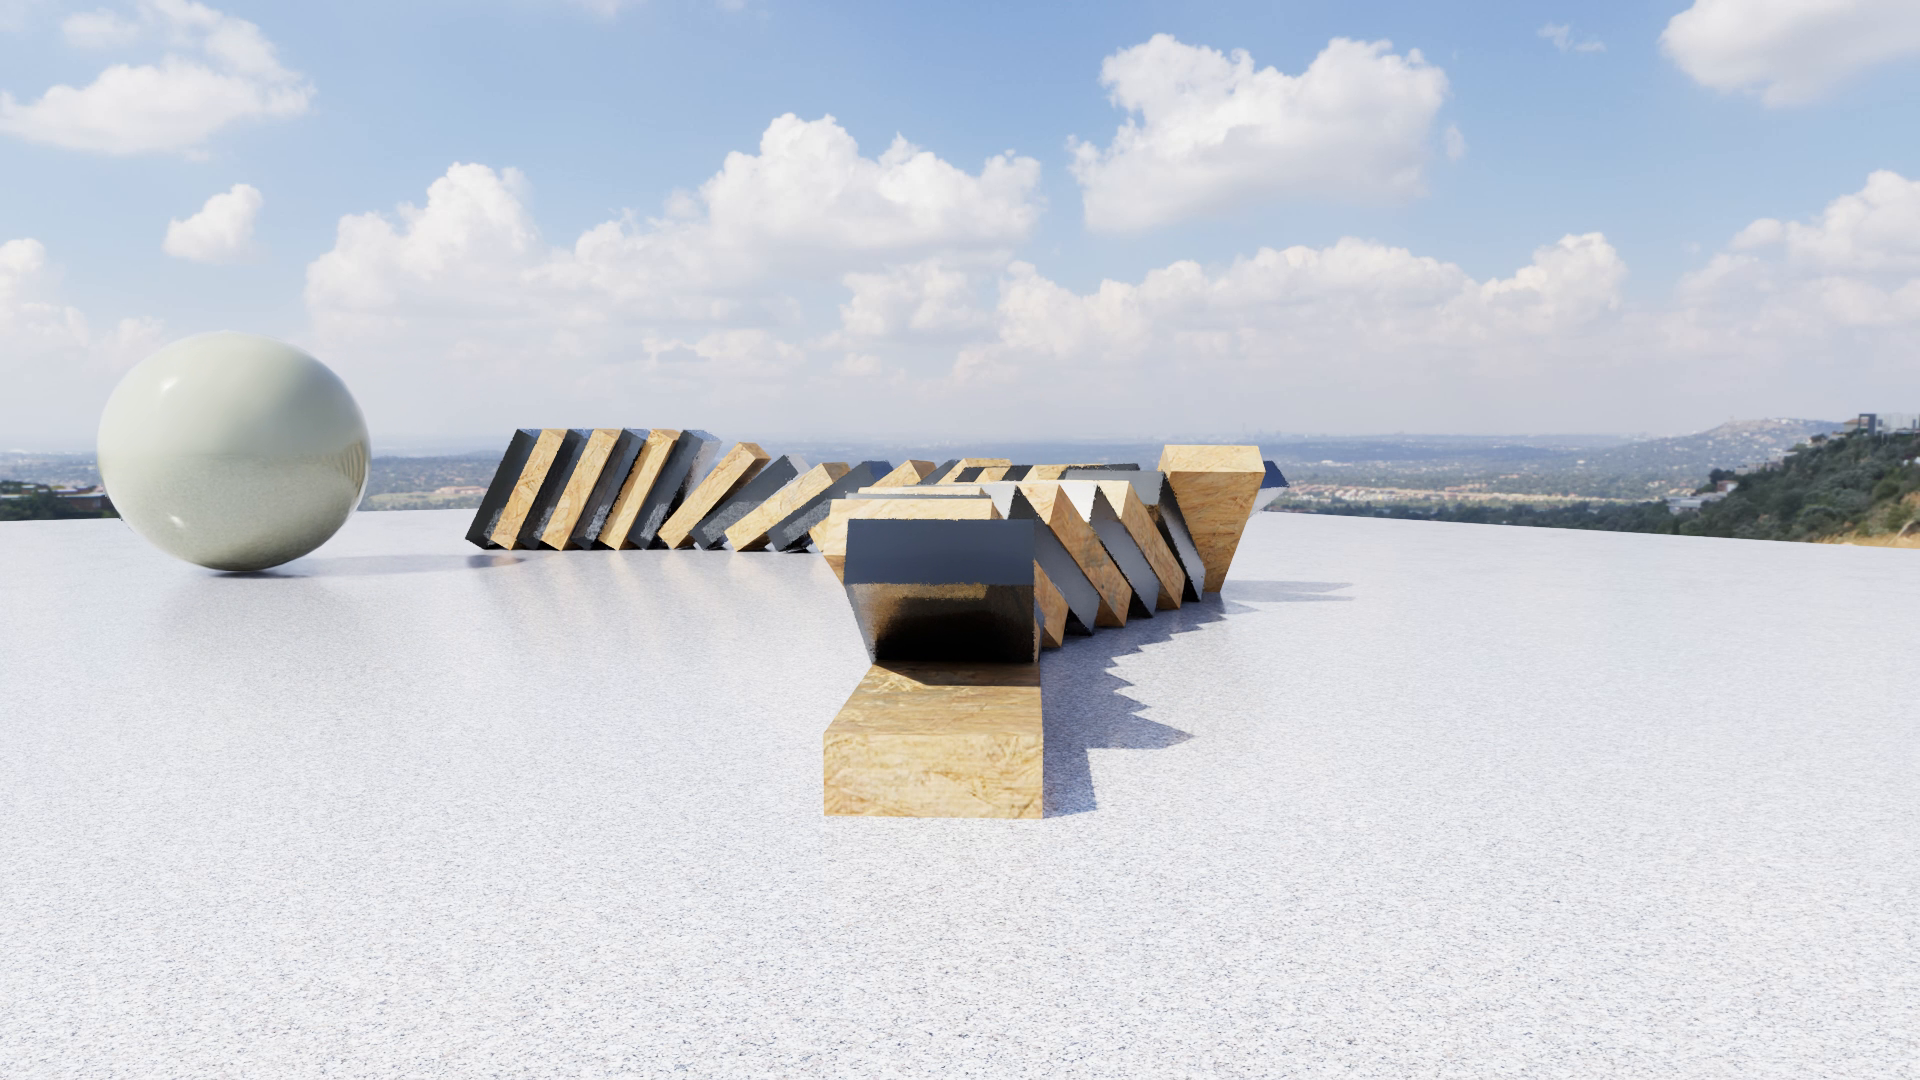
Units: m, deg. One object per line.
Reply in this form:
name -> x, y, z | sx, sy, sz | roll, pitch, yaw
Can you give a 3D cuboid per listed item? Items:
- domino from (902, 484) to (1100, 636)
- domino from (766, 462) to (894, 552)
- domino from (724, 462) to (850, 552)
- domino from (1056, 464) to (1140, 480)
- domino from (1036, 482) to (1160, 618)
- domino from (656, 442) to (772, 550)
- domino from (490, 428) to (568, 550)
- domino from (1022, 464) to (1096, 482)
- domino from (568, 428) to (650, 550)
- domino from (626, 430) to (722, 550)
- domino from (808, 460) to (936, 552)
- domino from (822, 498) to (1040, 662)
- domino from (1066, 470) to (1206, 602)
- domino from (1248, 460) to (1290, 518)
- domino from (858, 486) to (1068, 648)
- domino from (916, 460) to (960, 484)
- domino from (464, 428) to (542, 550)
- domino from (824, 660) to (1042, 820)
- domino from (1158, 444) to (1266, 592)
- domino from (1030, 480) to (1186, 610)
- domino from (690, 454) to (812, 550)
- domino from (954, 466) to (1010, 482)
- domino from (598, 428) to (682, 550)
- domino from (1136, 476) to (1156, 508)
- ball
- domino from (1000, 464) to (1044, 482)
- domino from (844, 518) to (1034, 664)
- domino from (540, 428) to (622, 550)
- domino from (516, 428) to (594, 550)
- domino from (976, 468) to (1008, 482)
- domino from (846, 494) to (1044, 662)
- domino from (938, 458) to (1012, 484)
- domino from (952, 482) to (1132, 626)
domino -> 0.009, 0.005, 0.269 | 0.025, 0.010, 0.050 | 1, -27, 28
domino -> -0.050, -0.013, 0.504 | 0.050, 0.010, 0.025 | -34, -8, 17
domino -> -0.067, -0.013, 0.511 | 0.050, 0.009, 0.025 | -33, -6, 17
domino -> 0.033, -0.005, 0.388 | 0.025, 0.009, 0.050 | -4, -29, -30
domino -> 0.027, 0.003, 0.302 | 0.025, 0.010, 0.050 | 2, -26, 28
domino -> -0.100, -0.018, 0.523 | 0.009, 0.050, 0.025 | 44, 7, 2
domino -> -0.171, -0.021, 0.523 | 0.009, 0.050, 0.025 | 28, 7, 4
domino -> 0.025, -0.006, 0.403 | 0.025, 0.009, 0.050 | -3, -29, -28
domino -> -0.139, -0.021, 0.521 | 0.009, 0.050, 0.025 | 28, 7, 4
domino -> -0.116, -0.021, 0.523 | 0.009, 0.050, 0.025 | 30, 7, 4
domino -> -0.032, -0.013, 0.498 | 0.050, 0.009, 0.025 | -34, -10, 18
domino -> -0.003, 0.009, 0.213 | 0.025, 0.010, 0.050 | 0, -27, 13
domino -> 0.046, 0.000, 0.333 | 0.025, 0.009, 0.050 | 2, -29, 25
domino -> 0.070, -0.005, 0.377 | 0.050, 0.009, 0.025 | -41, -21, 32
domino -> 0.001, 0.006, 0.252 | 0.025, 0.010, 0.050 | 1, -28, 26
domino -> -0.016, -0.013, 0.491 | 0.050, 0.009, 0.025 | -34, -12, 20
domino -> -0.182, -0.021, 0.524 | 0.009, 0.050, 0.025 | 28, 7, 4
domino -> -0.002, 0.025, 0.171 | 0.025, 0.009, 0.050 | 0, 4, 3
domino -> 0.064, -0.005, 0.351 | 0.025, 0.009, 0.050 | 0, -41, -6
domino -> 0.037, 0.002, 0.318 | 0.025, 0.009, 0.050 | 2, -26, 28
domino -> -0.084, -0.016, 0.520 | 0.050, 0.009, 0.025 | -38, -1, 8
domino -> 0.003, -0.009, 0.454 | 0.025, 0.009, 0.050 | -2, -27, -30
domino -> -0.128, -0.021, 0.522 | 0.009, 0.050, 0.025 | 29, 7, 4
domino -> 0.055, -0.005, 0.382 | 0.025, 0.010, 0.050 | -8, -28, -50
ball -> -0.240, -0.030, 0.428 | 0.080, 0.080, 0.080 | 0, 4, 0
domino -> 0.019, -0.007, 0.420 | 0.025, 0.010, 0.050 | -2, -29, -28
domino -> -0.001, 0.012, 0.193 | 0.025, 0.010, 0.050 | 0, -25, 3
domino -> -0.150, -0.021, 0.520 | 0.009, 0.050, 0.025 | 28, 7, 4
domino -> -0.160, -0.021, 0.521 | 0.009, 0.050, 0.025 | 28, 7, 4
domino -> 0.011, -0.008, 0.438 | 0.025, 0.009, 0.050 | -2, -28, -28
domino -> -0.002, 0.008, 0.233 | 0.025, 0.009, 0.050 | 1, -27, 16
domino -> -0.004, -0.012, 0.474 | 0.025, 0.010, 0.050 | -3, -31, -48
domino -> 0.018, 0.004, 0.285 | 0.025, 0.010, 0.050 | 2, -27, 28
